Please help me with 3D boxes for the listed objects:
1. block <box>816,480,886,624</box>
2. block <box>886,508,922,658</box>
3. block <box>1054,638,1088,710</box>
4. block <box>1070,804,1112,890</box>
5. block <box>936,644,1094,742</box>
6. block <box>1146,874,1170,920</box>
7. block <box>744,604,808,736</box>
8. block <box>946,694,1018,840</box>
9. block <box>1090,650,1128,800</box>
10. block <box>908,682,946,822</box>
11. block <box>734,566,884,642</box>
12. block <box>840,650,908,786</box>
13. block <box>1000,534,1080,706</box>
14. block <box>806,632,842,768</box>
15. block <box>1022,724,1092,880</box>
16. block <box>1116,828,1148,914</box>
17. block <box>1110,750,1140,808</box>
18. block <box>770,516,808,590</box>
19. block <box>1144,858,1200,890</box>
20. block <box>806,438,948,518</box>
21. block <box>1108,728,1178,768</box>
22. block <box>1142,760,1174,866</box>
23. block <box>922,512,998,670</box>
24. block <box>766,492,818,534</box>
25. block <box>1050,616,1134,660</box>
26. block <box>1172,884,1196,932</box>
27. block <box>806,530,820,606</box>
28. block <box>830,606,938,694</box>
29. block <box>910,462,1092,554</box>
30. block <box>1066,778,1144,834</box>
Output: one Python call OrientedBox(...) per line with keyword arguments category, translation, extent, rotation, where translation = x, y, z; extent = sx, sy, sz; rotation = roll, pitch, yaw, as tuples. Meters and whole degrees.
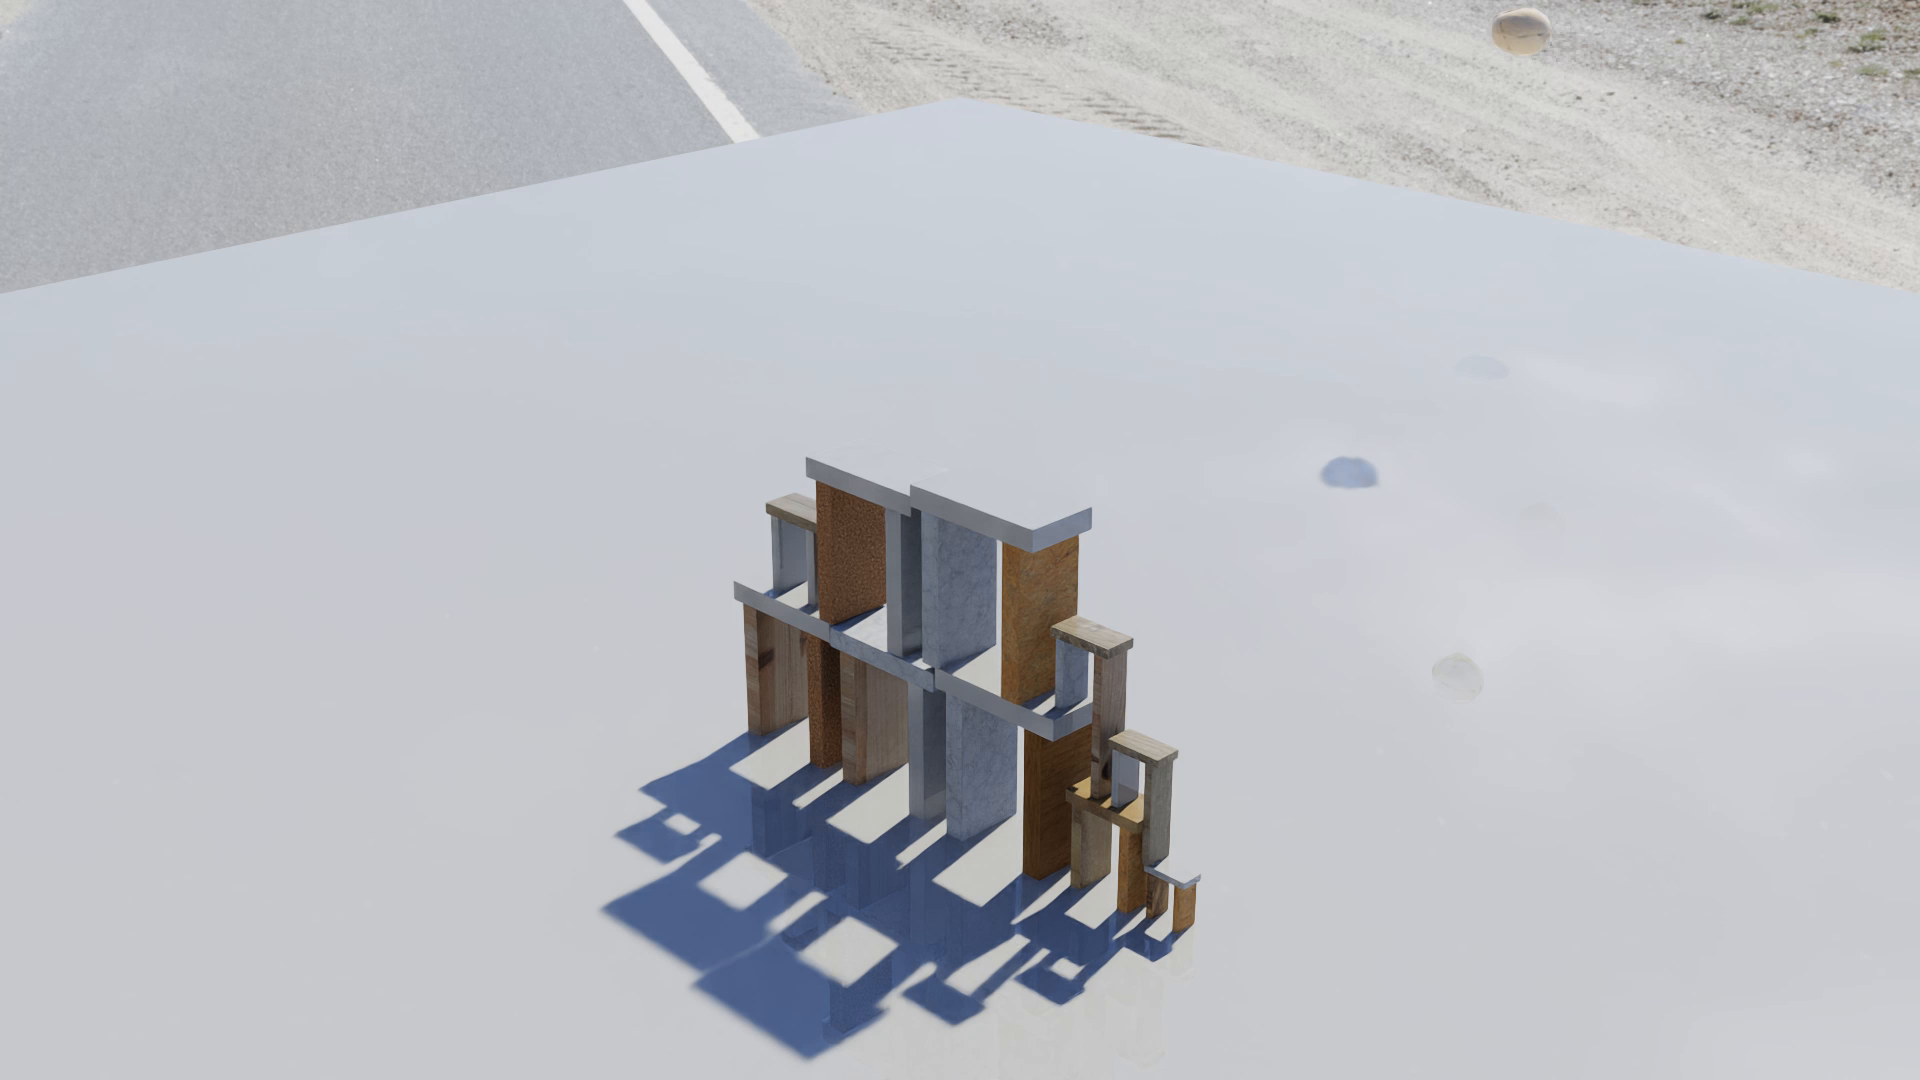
OrientedBox(category="block", translation=(-0.218, 0.006, 4.469), extent=(0.043, 0.303, 0.152), rotation=(21, 31, 41))
OrientedBox(category="block", translation=(-0.076, 0.064, 4.339), extent=(0.043, 0.308, 0.152), rotation=(21, 31, 41))
OrientedBox(category="block", translation=(0.209, 0.239, 4.102), extent=(0.070, 0.140, 0.020), rotation=(-21, 31, -41))
OrientedBox(category="block", translation=(0.251, 0.569, 4.192), extent=(0.025, 0.177, 0.089), rotation=(21, 31, 41))
OrientedBox(category="block", translation=(0.118, 0.289, 4.221), extent=(0.157, 0.044, 0.313), rotation=(-21, 31, -40))
OrientedBox(category="block", translation=(0.369, 0.654, 4.096), extent=(0.014, 0.096, 0.048), rotation=(21, 31, 41))
OrientedBox(category="block", translation=(-0.391, 0.259, 4.761), extent=(0.043, 0.304, 0.152), rotation=(21, 31, 41))
OrientedBox(category="block", translation=(0.044, 0.425, 4.359), extent=(0.044, 0.313, 0.157), rotation=(21, 31, 41))
OrientedBox(category="block", translation=(0.276, 0.336, 4.072), extent=(0.020, 0.296, 0.070), rotation=(21, 31, 41))
OrientedBox(category="block", translation=(-0.035, 0.402, 4.429), extent=(0.042, 0.300, 0.150), rotation=(21, 31, 41))
OrientedBox(category="block", translation=(-0.320, 0.127, 4.627), extent=(0.304, 0.043, 0.152), rotation=(21, 31, 41))
OrientedBox(category="block", translation=(-0.176, 0.347, 4.559), extent=(0.042, 0.300, 0.150), rotation=(21, 31, 41))
OrientedBox(category="block", translation=(0.150, 0.135, 4.119), extent=(0.160, 0.320, 0.045), rotation=(-21, 31, -40))
OrientedBox(category="block", translation=(-0.248, 0.315, 4.629), extent=(0.043, 0.304, 0.152), rotation=(21, 31, 41))
OrientedBox(category="block", translation=(0.192, 0.482, 4.223), extent=(0.044, 0.313, 0.157), rotation=(21, 31, 41))
OrientedBox(category="block", translation=(0.335, 0.602, 4.115), extent=(0.025, 0.177, 0.089), rotation=(21, 31, 41))
OrientedBox(category="block", translation=(0.307, 0.432, 4.073), extent=(0.017, 0.118, 0.059), rotation=(21, 31, 41))
OrientedBox(category="block", translation=(-0.356, 0.016, 4.622), extent=(0.023, 0.166, 0.083), rotation=(21, 31, 41))
OrientedBox(category="block", translation=(0.391, 0.612, 4.053), extent=(0.048, 0.014, 0.096), rotation=(-21, 31, -41))
OrientedBox(category="block", translation=(-0.147, -0.126, 4.336), extent=(0.303, 0.043, 0.152), rotation=(21, 31, 41))
OrientedBox(category="block", translation=(0.335, 0.381, 4.021), extent=(0.118, 0.017, 0.059), rotation=(21, 31, 41))
OrientedBox(category="block", translation=(0.363, 0.496, 4.040), extent=(0.059, 0.210, 0.017), rotation=(-21, 31, -41))
OrientedBox(category="block", translation=(-0.001, 0.076, 4.258), extent=(0.160, 0.319, 0.045), rotation=(-21, 31, -40))
OrientedBox(category="block", translation=(-0.317, -0.056, 4.549), extent=(0.166, 0.023, 0.083), rotation=(21, 31, 41))
OrientedBox(category="block", translation=(0.242, 0.178, 4.041), extent=(0.140, 0.020, 0.070), rotation=(21, 31, 40))
OrientedBox(category="block", translation=(0.414, 0.672, 4.054), extent=(0.014, 0.096, 0.048), rotation=(21, 31, 41))
OrientedBox(category="block", translation=(-0.278, 0.047, 4.550), extent=(0.023, 0.166, 0.083), rotation=(21, 31, 41))
OrientedBox(category="block", translation=(-0.105, 0.217, 4.427), extent=(0.300, 0.042, 0.150), rotation=(21, 31, 41))
OrientedBox(category="block", translation=(0.074, -0.063, 4.117), extent=(0.160, 0.045, 0.320), rotation=(-21, 31, -41))
OrientedBox(category="block", translation=(0.293, 0.493, 4.114), extent=(0.177, 0.025, 0.089), rotation=(21, 31, 41))
